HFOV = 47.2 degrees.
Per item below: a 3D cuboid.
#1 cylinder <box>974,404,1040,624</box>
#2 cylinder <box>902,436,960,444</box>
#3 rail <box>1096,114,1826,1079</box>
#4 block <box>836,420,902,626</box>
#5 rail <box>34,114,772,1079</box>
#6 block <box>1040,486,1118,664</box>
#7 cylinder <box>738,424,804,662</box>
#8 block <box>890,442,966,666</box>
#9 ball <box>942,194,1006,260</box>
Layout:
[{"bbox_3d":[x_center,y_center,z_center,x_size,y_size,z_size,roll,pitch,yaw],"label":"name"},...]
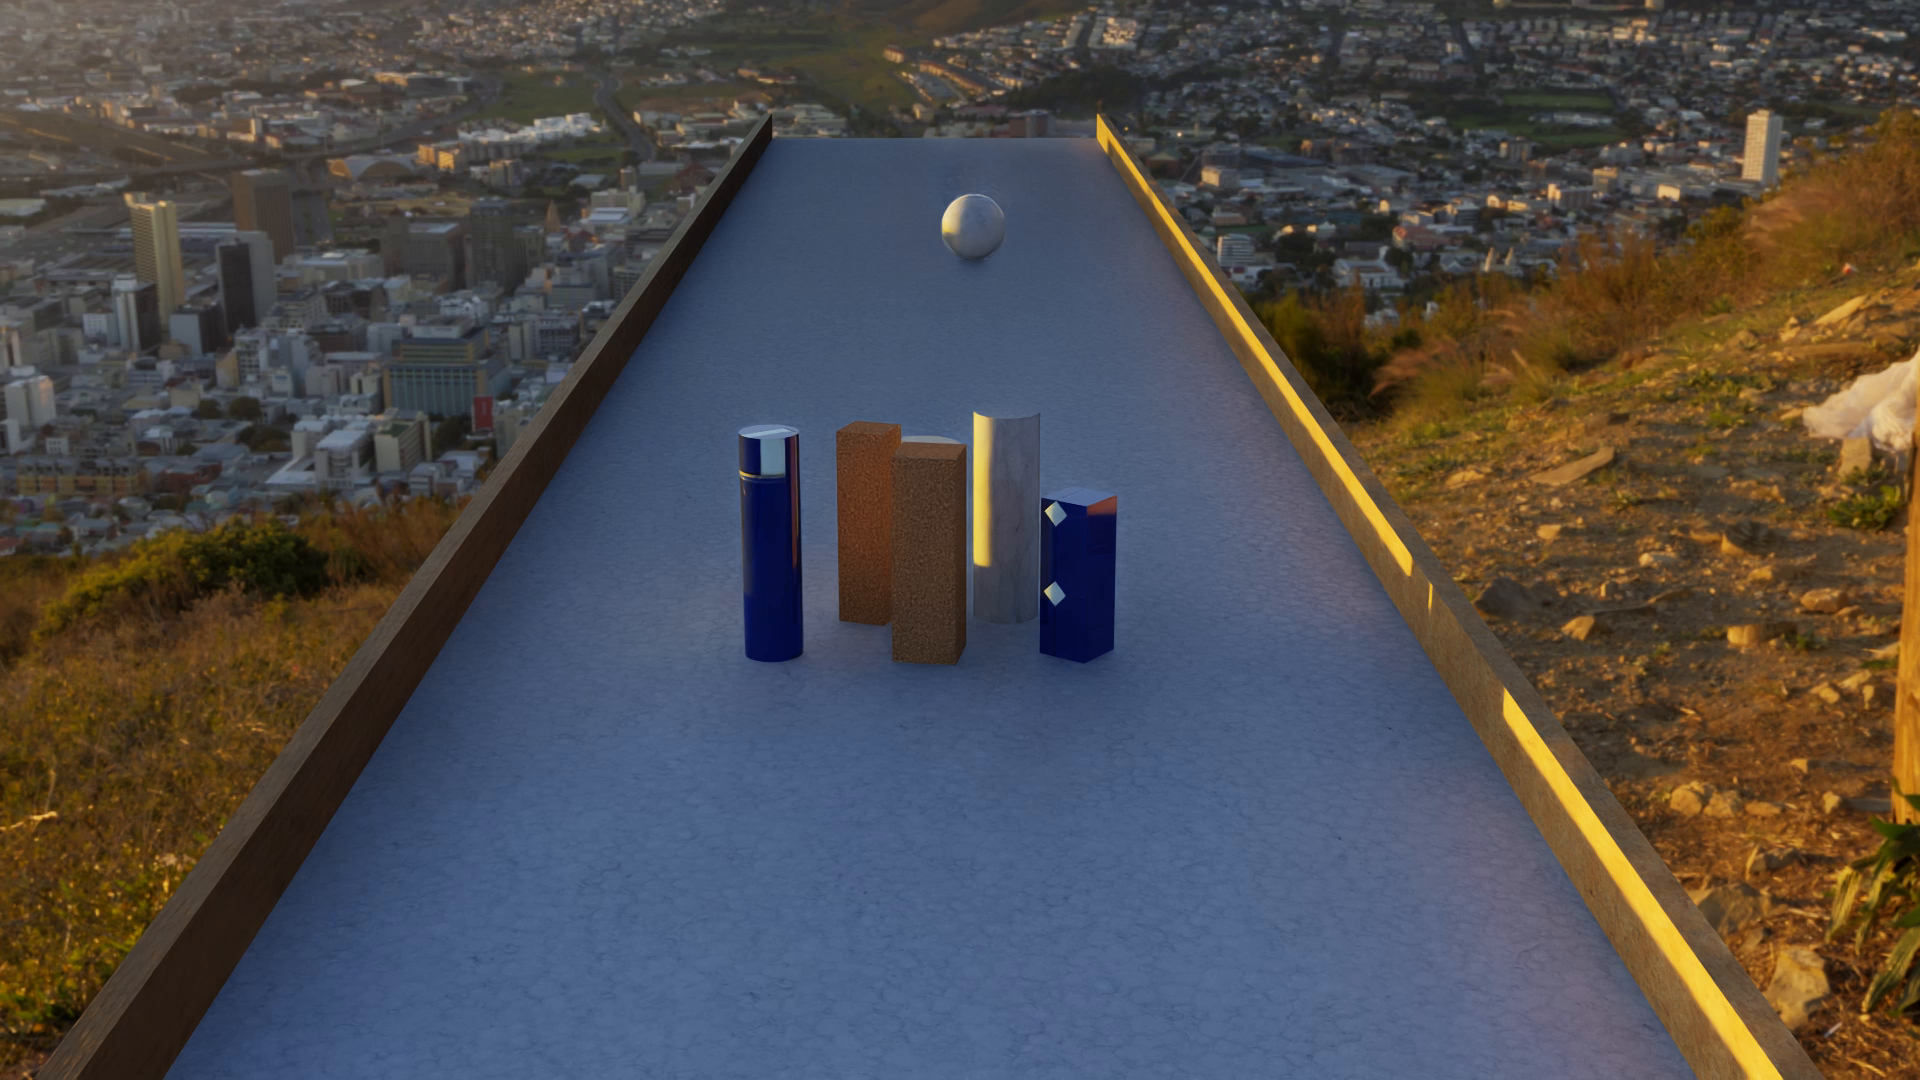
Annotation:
[{"bbox_3d":[0.098,-0.056,4.636,0.139,0.444,0.139,0,17,0],"label":"cylinder"},{"bbox_3d":[-0.082,-0.064,4.903,0.165,0.307,0.165,0,17,0],"label":"cylinder"},{"bbox_3d":[0.932,-0.844,7.801,0.050,0.150,12.000,0,17,-1],"label":"rail"},{"bbox_3d":[-0.189,-0.035,4.623,0.103,0.412,0.103,6,18,20],"label":"block"},{"bbox_3d":[-1.118,-0.838,7.780,0.050,0.150,12.000,0,17,-1],"label":"rail"},{"bbox_3d":[0.237,0.069,4.421,0.109,0.327,0.109,12,20,35],"label":"block"},{"bbox_3d":[-0.376,0.007,4.395,0.120,0.460,0.120,0,17,0],"label":"cylinder"},{"bbox_3d":[-0.061,0.026,4.397,0.129,0.423,0.129,3,17,9],"label":"block"},{"bbox_3d":[0.058,-1.301,9.130,0.269,0.269,0.269,0,17,0],"label":"ball"}]
